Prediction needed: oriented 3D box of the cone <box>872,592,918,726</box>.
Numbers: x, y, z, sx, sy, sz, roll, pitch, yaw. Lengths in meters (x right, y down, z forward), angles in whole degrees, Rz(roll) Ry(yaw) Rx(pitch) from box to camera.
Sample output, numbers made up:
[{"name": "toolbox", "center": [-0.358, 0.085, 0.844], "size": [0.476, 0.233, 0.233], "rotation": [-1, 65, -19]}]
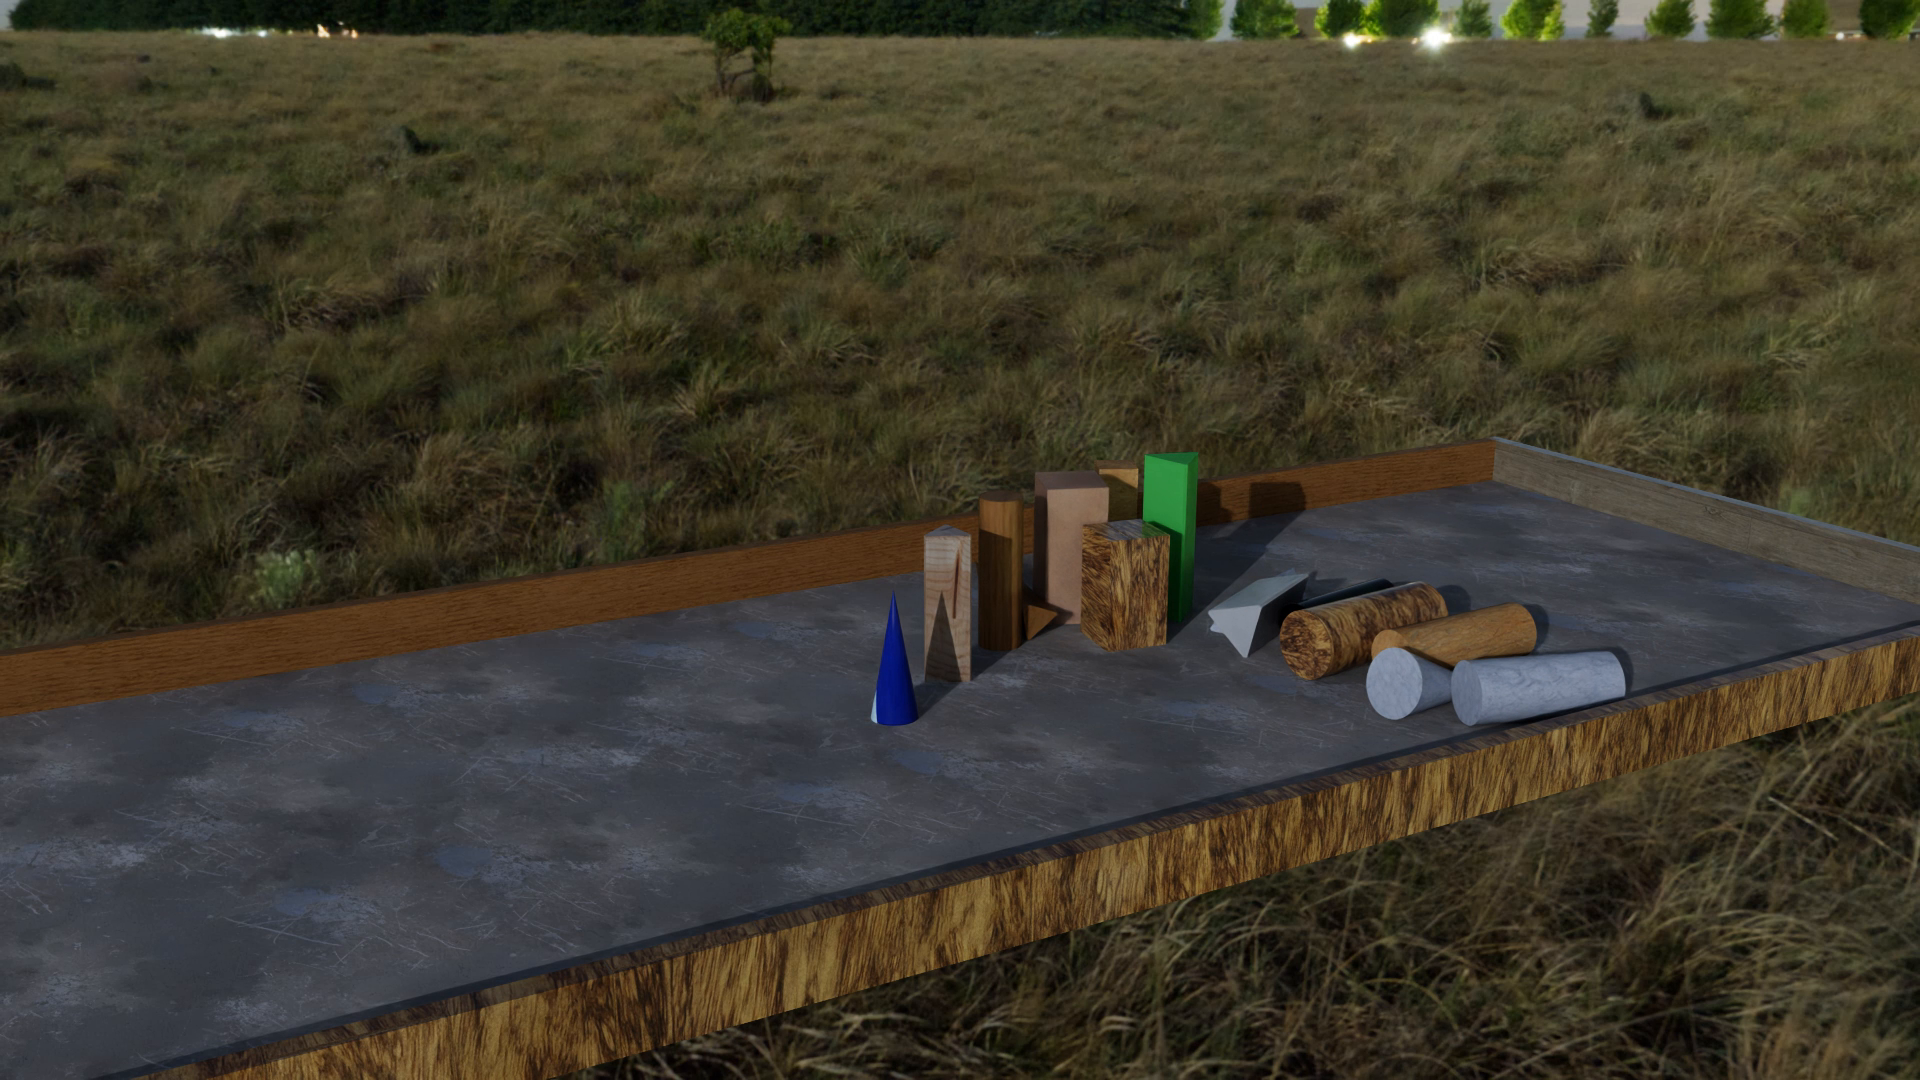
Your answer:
[{"name": "cone", "center": [-0.155, 0.267, 3.880], "size": [0.115, 0.319, 0.115], "rotation": [0, 16, 0]}]

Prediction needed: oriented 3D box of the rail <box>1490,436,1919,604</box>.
[{"name": "rail", "center": [2.466, -0.048, 5.253], "size": [0.050, 0.150, 2.100], "rotation": [-9, 18, -27]}]

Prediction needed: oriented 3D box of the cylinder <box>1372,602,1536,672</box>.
[{"name": "cylinder", "center": [1.259, 0.264, 4.194], "size": [0.428, 0.147, 0.147], "rotation": [-9, 19, -29]}]

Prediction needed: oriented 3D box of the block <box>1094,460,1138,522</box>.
[{"name": "block", "center": [0.453, -0.041, 4.838], "size": [0.113, 0.371, 0.113], "rotation": [-1, 16, -3]}]

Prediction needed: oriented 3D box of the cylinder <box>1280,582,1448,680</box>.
[{"name": "cylinder", "center": [1.046, 0.230, 4.257], "size": [0.431, 0.178, 0.178], "rotation": [-11, 19, -32]}]

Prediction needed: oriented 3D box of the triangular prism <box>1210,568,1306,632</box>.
[{"name": "triangular prism", "center": [0.844, 0.166, 4.620], "size": [0.104, 0.090, 0.390], "rotation": [12, 20, 35]}]

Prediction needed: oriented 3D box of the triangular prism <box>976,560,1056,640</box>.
[{"name": "triangular prism", "center": [0.134, 0.145, 4.611], "size": [0.107, 0.092, 0.418], "rotation": [-42, 23, -2]}]

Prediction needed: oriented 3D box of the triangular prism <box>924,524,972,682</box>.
[{"name": "triangular prism", "center": [-0.033, 0.158, 4.137], "size": [0.114, 0.383, 0.099], "rotation": [-1, 16, -3]}]

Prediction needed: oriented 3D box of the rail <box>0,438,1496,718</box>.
[{"name": "rail", "center": [-3.305, 0.497, 3.399], "size": [12.000, 0.150, 0.050], "rotation": [-9, 18, -27]}]

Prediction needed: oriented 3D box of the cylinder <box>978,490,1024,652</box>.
[{"name": "cylinder", "center": [0.107, 0.081, 4.355], "size": [0.117, 0.408, 0.117], "rotation": [0, 16, 0]}]

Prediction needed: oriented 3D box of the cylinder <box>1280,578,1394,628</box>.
[{"name": "cylinder", "center": [1.031, 0.197, 4.467], "size": [0.358, 0.123, 0.123], "rotation": [-13, 21, -37]}]

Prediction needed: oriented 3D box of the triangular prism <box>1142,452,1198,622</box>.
[{"name": "triangular prism", "center": [0.611, -0.016, 4.609], "size": [0.132, 0.451, 0.153], "rotation": [-14, 21, -39]}]

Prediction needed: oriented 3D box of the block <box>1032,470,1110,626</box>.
[{"name": "block", "center": [0.305, 0.020, 4.581], "size": [0.170, 0.391, 0.170], "rotation": [-2, 19, -8]}]

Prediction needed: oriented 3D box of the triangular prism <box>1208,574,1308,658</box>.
[{"name": "triangular prism", "center": [0.825, 0.171, 4.413], "size": [0.153, 0.132, 0.324], "rotation": [52, 35, 11]}]

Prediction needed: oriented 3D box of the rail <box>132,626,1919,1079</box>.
[{"name": "rail", "center": [-2.336, 1.006, 1.665], "size": [12.000, 0.150, 0.050], "rotation": [-9, 18, -27]}]

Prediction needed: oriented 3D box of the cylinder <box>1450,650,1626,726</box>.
[{"name": "cylinder", "center": [1.364, 0.349, 3.896], "size": [0.361, 0.154, 0.154], "rotation": [-3, 17, -10]}]

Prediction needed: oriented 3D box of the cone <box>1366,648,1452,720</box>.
[{"name": "cone", "center": [1.173, 0.354, 4.002], "size": [0.352, 0.171, 0.171], "rotation": [6, 11, -33]}]

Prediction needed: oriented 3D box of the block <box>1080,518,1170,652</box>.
[{"name": "block", "center": [0.440, 0.119, 4.412], "size": [0.172, 0.304, 0.172], "rotation": [-6, 17, -20]}]
